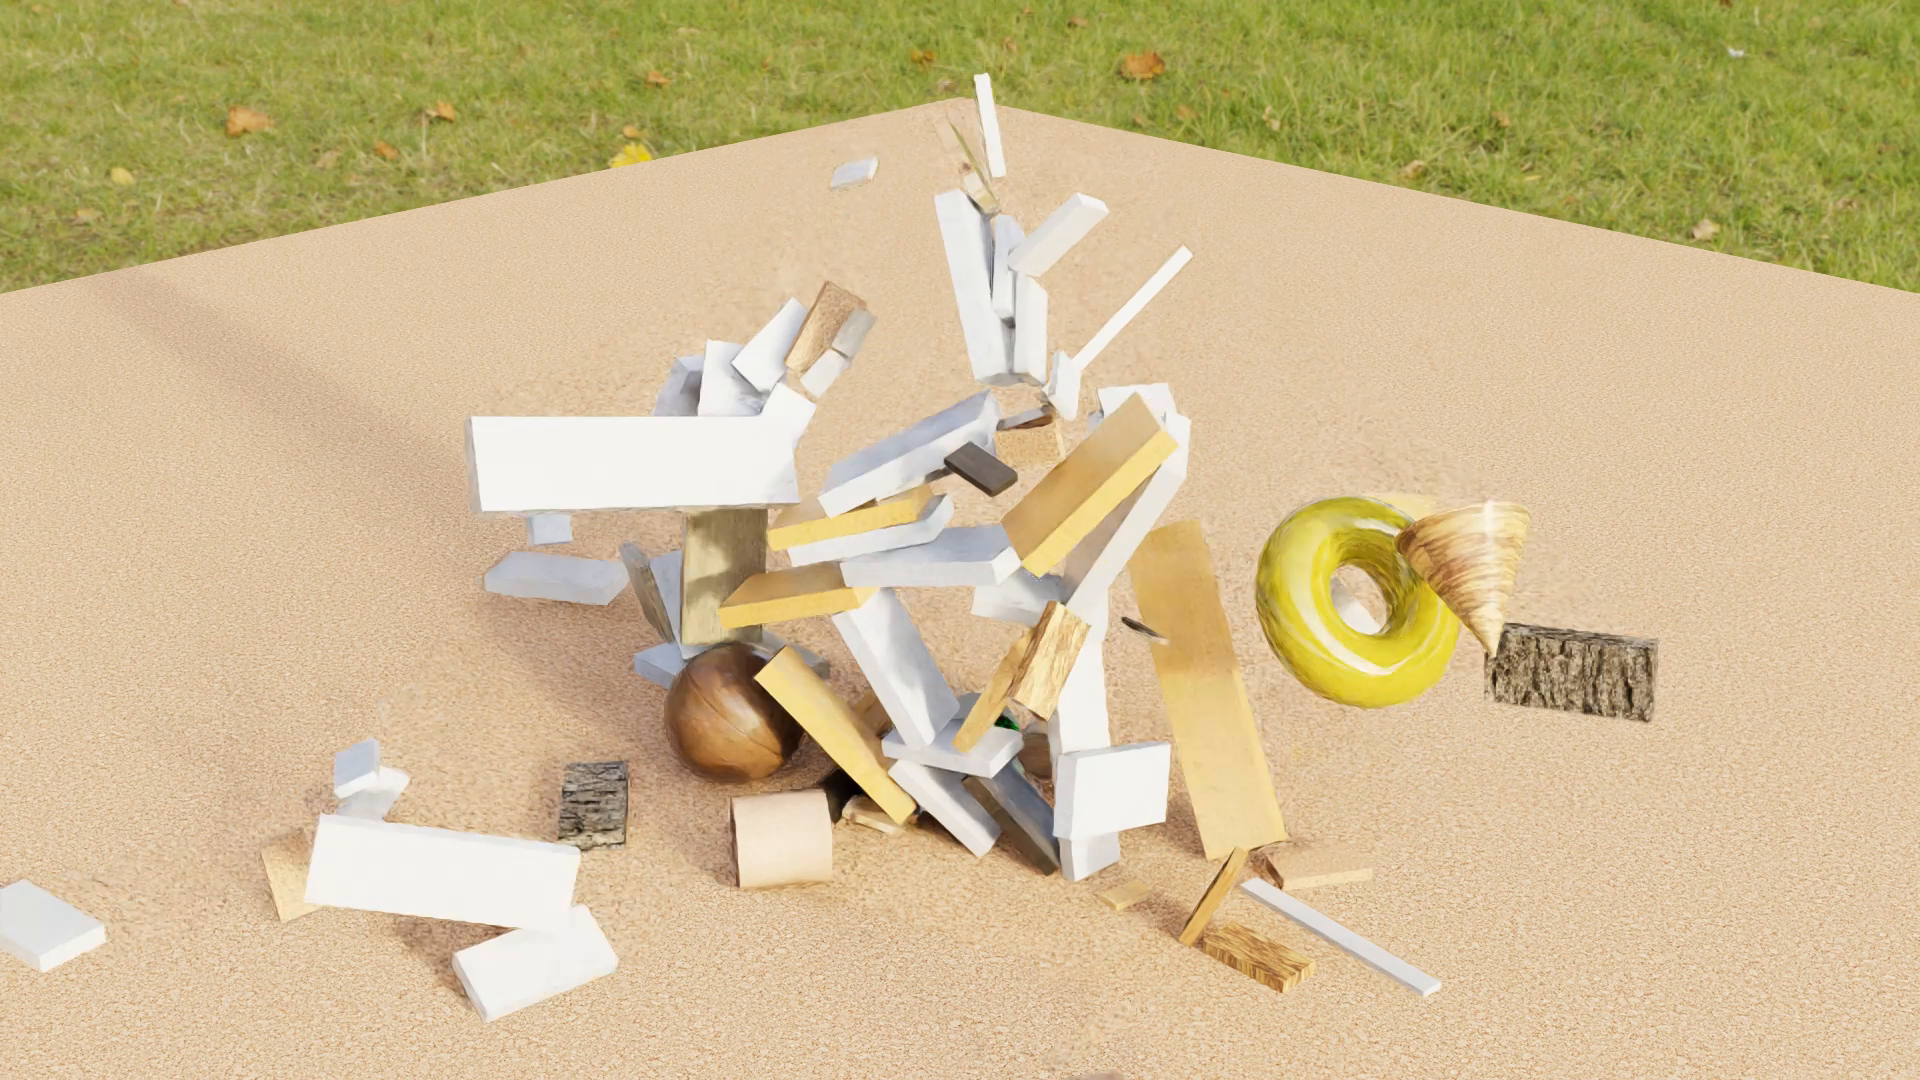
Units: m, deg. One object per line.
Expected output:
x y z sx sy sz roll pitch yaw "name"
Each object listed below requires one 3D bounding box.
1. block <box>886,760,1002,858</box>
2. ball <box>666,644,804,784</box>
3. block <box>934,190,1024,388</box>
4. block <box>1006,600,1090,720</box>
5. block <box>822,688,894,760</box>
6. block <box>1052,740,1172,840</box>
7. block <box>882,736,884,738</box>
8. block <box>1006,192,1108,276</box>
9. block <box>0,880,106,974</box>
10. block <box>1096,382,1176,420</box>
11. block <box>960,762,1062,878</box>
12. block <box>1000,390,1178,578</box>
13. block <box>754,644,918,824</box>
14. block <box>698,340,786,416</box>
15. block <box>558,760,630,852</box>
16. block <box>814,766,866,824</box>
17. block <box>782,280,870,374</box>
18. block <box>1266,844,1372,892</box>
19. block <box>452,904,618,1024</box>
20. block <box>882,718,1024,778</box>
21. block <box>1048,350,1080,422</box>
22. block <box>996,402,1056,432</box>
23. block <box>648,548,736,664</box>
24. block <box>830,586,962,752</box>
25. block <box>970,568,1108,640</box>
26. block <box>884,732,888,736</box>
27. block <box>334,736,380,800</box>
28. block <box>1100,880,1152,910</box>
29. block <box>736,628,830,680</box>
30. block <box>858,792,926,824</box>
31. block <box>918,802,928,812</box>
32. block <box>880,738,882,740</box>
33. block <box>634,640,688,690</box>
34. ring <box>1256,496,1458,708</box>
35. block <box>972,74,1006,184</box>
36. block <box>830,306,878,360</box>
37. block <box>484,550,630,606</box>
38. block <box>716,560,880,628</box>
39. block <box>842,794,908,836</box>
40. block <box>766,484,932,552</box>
-0.018 0.501 4.331 0.247 0.035 0.124 43 36 0 "block"
-0.462 0.358 4.545 0.290 0.290 0.290 0 23 0 "ball"
0.038 -0.462 4.071 0.049 0.346 0.173 -14 -5 17 "block"
0.157 0.215 3.914 0.095 0.190 0.027 36 -17 -37 "block"
-0.199 0.386 4.482 0.082 0.023 0.165 28 69 36 "block"
0.293 0.475 4.200 0.043 0.153 0.307 8 6 39 "block"
-0.155 0.443 4.570 0.064 0.129 0.018 -6 61 -15 "block"
0.175 -0.550 3.970 0.091 0.182 0.026 6 49 -54 "block"
-1.706 0.708 4.045 0.258 0.037 0.129 16 28 34 "block"
0.325 -0.255 4.063 0.134 0.019 0.067 -6 50 -9 "block"
0.117 0.525 4.268 0.247 0.035 0.124 48 30 -3 "block"
0.222 -0.097 3.828 0.334 0.047 0.167 -44 28 11 "block"
-0.234 0.382 4.355 0.403 0.044 0.154 46 14 -2 "block"
-0.447 -0.236 4.442 0.167 0.047 0.334 8 66 -7 "block"
-0.740 0.537 4.448 0.129 0.037 0.299 -2 23 -6 "block"
-0.231 0.506 4.478 0.082 0.023 0.165 48 37 6 "block"
-0.268 -0.414 4.386 0.093 0.186 0.026 27 2 -22 "block"
0.691 0.632 4.239 0.182 0.026 0.091 -6 24 -13 "block"
-0.748 0.745 3.880 0.258 0.037 0.129 -17 57 -36 "block"
-0.015 0.396 4.277 0.247 0.035 0.124 8 29 31 "block"
0.183 -0.271 3.854 0.018 0.063 0.125 -24 35 27 "block"
0.112 -0.215 4.068 0.131 0.018 0.065 -18 19 14 "block"
-0.563 0.132 4.626 0.115 0.230 0.033 -19 -15 -11 "block"
-0.121 0.238 4.250 0.044 0.309 0.154 -22 14 34 "block"
0.148 0.110 4.068 0.249 0.035 0.125 12 35 -4 "block"
-0.204 0.423 4.650 0.064 0.018 0.129 -10 -11 -22 "block"
-1.114 0.420 4.063 0.079 0.022 0.157 -25 23 -5 "block"
0.315 0.671 4.162 0.091 0.013 0.045 -17 28 -34 "block"
-0.463 0.265 4.961 0.161 0.046 0.322 -21 31 -41 "block"
-0.136 0.533 4.406 0.124 0.018 0.062 18 10 13 "block"
-0.030 0.540 4.367 0.124 0.018 0.062 38 16 -17 "block"
-0.147 0.467 4.476 0.165 0.023 0.082 41 76 12 "block"
-0.575 0.305 4.983 0.161 0.046 0.322 -21 31 -41 "block"
0.711 0.107 3.926 0.396 0.396 0.132 -11 -14 -24 "ring"
0.054 -0.767 4.107 0.027 0.190 0.095 -10 2 -2 "block"
-0.208 -0.406 4.319 0.050 0.101 0.014 31 -18 0 "block"
-1.001 0.094 5.481 0.322 0.046 0.161 6 24 14 "block"
-0.303 0.099 4.260 0.309 0.044 0.154 -9 21 27 "block"
-0.168 0.552 4.405 0.124 0.018 0.062 18 26 10 "block"
-0.210 -0.052 4.178 0.291 0.041 0.145 -12 17 15 "block"
